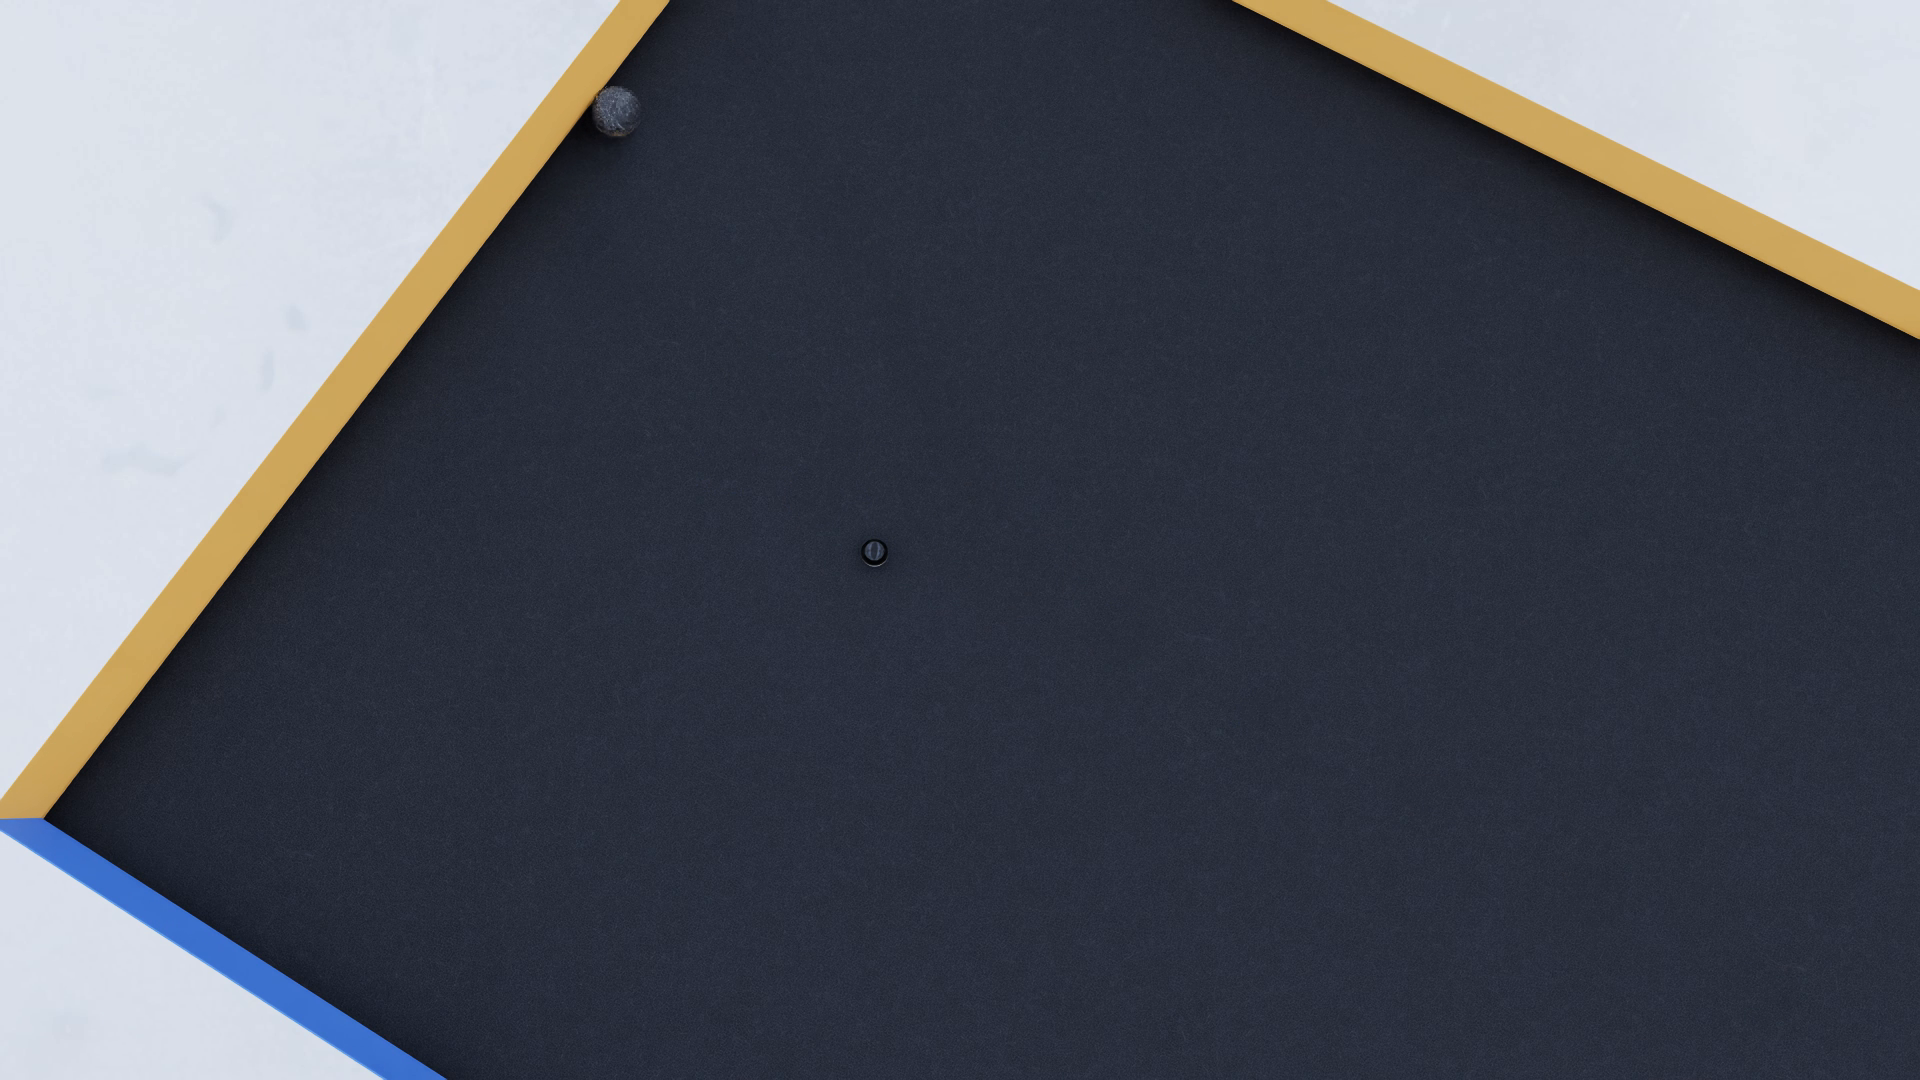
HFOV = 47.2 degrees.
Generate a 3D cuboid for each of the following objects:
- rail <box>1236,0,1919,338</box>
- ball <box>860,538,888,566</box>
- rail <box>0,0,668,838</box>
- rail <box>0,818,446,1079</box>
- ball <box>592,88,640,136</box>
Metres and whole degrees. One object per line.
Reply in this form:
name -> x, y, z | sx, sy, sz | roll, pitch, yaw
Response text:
rail -> 1.422, -0.429, 3.611 | 3.952, 0.107, 0.045 | 29, 72, 11
ball -> -0.135, 0.020, 3.473 | 0.044, 0.044, 0.044 | 0, 69, 0
rail -> -0.827, -0.471, 3.627 | 0.045, 0.107, 2.282 | 29, 72, 11
rail -> 0.273, 1.360, 2.921 | 3.952, 0.107, 0.045 | 29, 72, 11
ball -> -0.585, -0.727, 3.740 | 0.082, 0.082, 0.082 | 0, 69, 0
